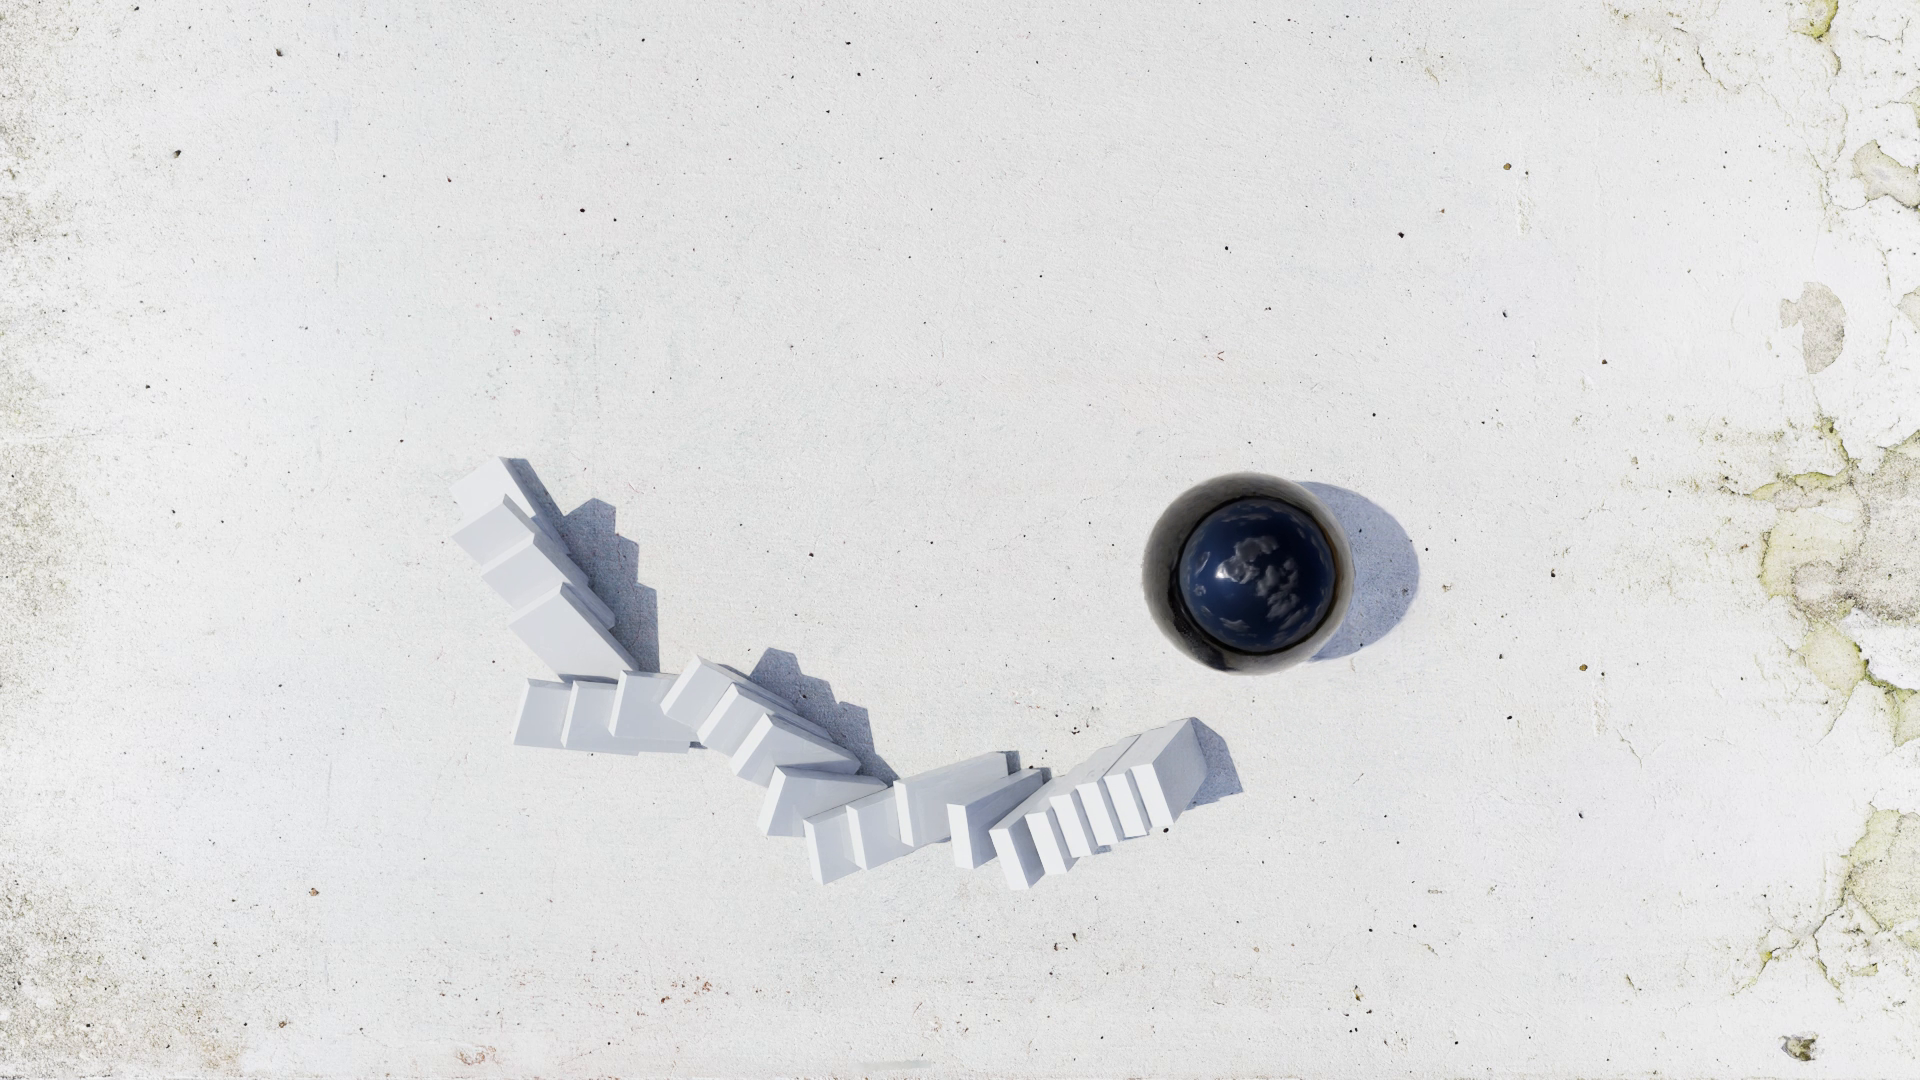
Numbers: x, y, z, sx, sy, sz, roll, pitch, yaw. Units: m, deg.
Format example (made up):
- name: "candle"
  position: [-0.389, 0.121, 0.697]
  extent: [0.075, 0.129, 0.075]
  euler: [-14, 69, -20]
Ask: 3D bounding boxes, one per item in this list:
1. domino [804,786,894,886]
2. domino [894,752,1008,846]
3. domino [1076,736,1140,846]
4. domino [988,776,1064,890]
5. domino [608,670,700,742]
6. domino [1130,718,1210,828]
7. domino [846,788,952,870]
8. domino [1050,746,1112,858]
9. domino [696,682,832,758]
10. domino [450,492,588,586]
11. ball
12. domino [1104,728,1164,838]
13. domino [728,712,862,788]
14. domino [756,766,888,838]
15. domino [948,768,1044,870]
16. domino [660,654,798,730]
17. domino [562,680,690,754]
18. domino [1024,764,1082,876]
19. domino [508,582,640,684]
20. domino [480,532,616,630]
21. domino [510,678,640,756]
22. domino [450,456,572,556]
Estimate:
- name: "domino"
  position: [-0.039, 0.121, 0.381]
  extent: [0.050, 0.009, 0.025]
  euler: [-12, 96, -33]
- name: "domino"
  position: [-0.002, 0.107, 0.382]
  extent: [0.050, 0.010, 0.025]
  euler: [-8, 90, -33]
- name: "domino"
  position: [0.066, 0.102, 0.376]
  extent: [0.010, 0.050, 0.025]
  euler: [-20, 90, 32]
- name: "domino"
  position: [0.034, 0.120, 0.377]
  extent: [0.009, 0.050, 0.025]
  euler: [-20, 90, 38]
- name: "domino"
  position: [-0.117, 0.070, 0.382]
  extent: [0.050, 0.009, 0.025]
  euler: [12, 90, -33]
- name: "domino"
  position: [0.087, 0.095, 0.376]
  extent: [0.010, 0.050, 0.025]
  euler: [-20, 90, 32]
- name: "domino"
  position: [-0.021, 0.115, 0.382]
  extent: [0.050, 0.009, 0.025]
  euler: [-12, 95, -33]
- name: "domino"
  position: [0.055, 0.106, 0.376]
  extent: [0.009, 0.050, 0.025]
  euler: [-20, 90, 32]
- name: "domino"
  position: [-0.081, 0.082, 0.382]
  extent: [0.050, 0.010, 0.025]
  euler: [36, 90, -33]
- name: "domino"
  position: [-0.182, 0.007, 0.381]
  extent: [0.025, 0.010, 0.050]
  euler: [-33, 123, 0]
- name: "ball"
  position: [0.112, 0.013, 0.360]
  extent: [0.080, 0.080, 0.080]
  euler: [0, 90, 0]
- name: "domino"
  position: [0.076, 0.098, 0.376]
  extent: [0.010, 0.050, 0.025]
  euler: [-20, 90, 32]
- name: "domino"
  position: [-0.068, 0.093, 0.381]
  extent: [0.050, 0.009, 0.025]
  euler: [36, 90, -38]
- name: "domino"
  position: [-0.056, 0.110, 0.381]
  extent: [0.050, 0.010, 0.025]
  euler: [18, 91, -37]
- name: "domino"
  position: [0.017, 0.114, 0.378]
  extent: [0.009, 0.050, 0.025]
  euler: [-8, 90, 42]
- name: "domino"
  position: [-0.095, 0.070, 0.382]
  extent: [0.050, 0.010, 0.025]
  euler: [36, 88, -33]
- name: "domino"
  position: [-0.137, 0.074, 0.382]
  extent: [0.050, 0.009, 0.025]
  euler: [12, 91, -33]
- name: "domino"
  position: [0.046, 0.113, 0.376]
  extent: [0.010, 0.050, 0.025]
  euler: [-20, 90, 32]
- name: "domino"
  position: [-0.161, 0.044, 0.384]
  extent: [0.025, 0.010, 0.050]
  euler: [-32, 119, 0]
- name: "domino"
  position: [-0.171, 0.024, 0.383]
  extent: [0.025, 0.010, 0.050]
  euler: [-33, 123, 0]
- name: "domino"
  position: [-0.157, 0.074, 0.382]
  extent: [0.050, 0.009, 0.025]
  euler: [15, 93, -33]
- name: "domino"
  position: [-0.194, -0.008, 0.395]
  extent: [0.025, 0.009, 0.050]
  euler: [-33, 90, 0]
